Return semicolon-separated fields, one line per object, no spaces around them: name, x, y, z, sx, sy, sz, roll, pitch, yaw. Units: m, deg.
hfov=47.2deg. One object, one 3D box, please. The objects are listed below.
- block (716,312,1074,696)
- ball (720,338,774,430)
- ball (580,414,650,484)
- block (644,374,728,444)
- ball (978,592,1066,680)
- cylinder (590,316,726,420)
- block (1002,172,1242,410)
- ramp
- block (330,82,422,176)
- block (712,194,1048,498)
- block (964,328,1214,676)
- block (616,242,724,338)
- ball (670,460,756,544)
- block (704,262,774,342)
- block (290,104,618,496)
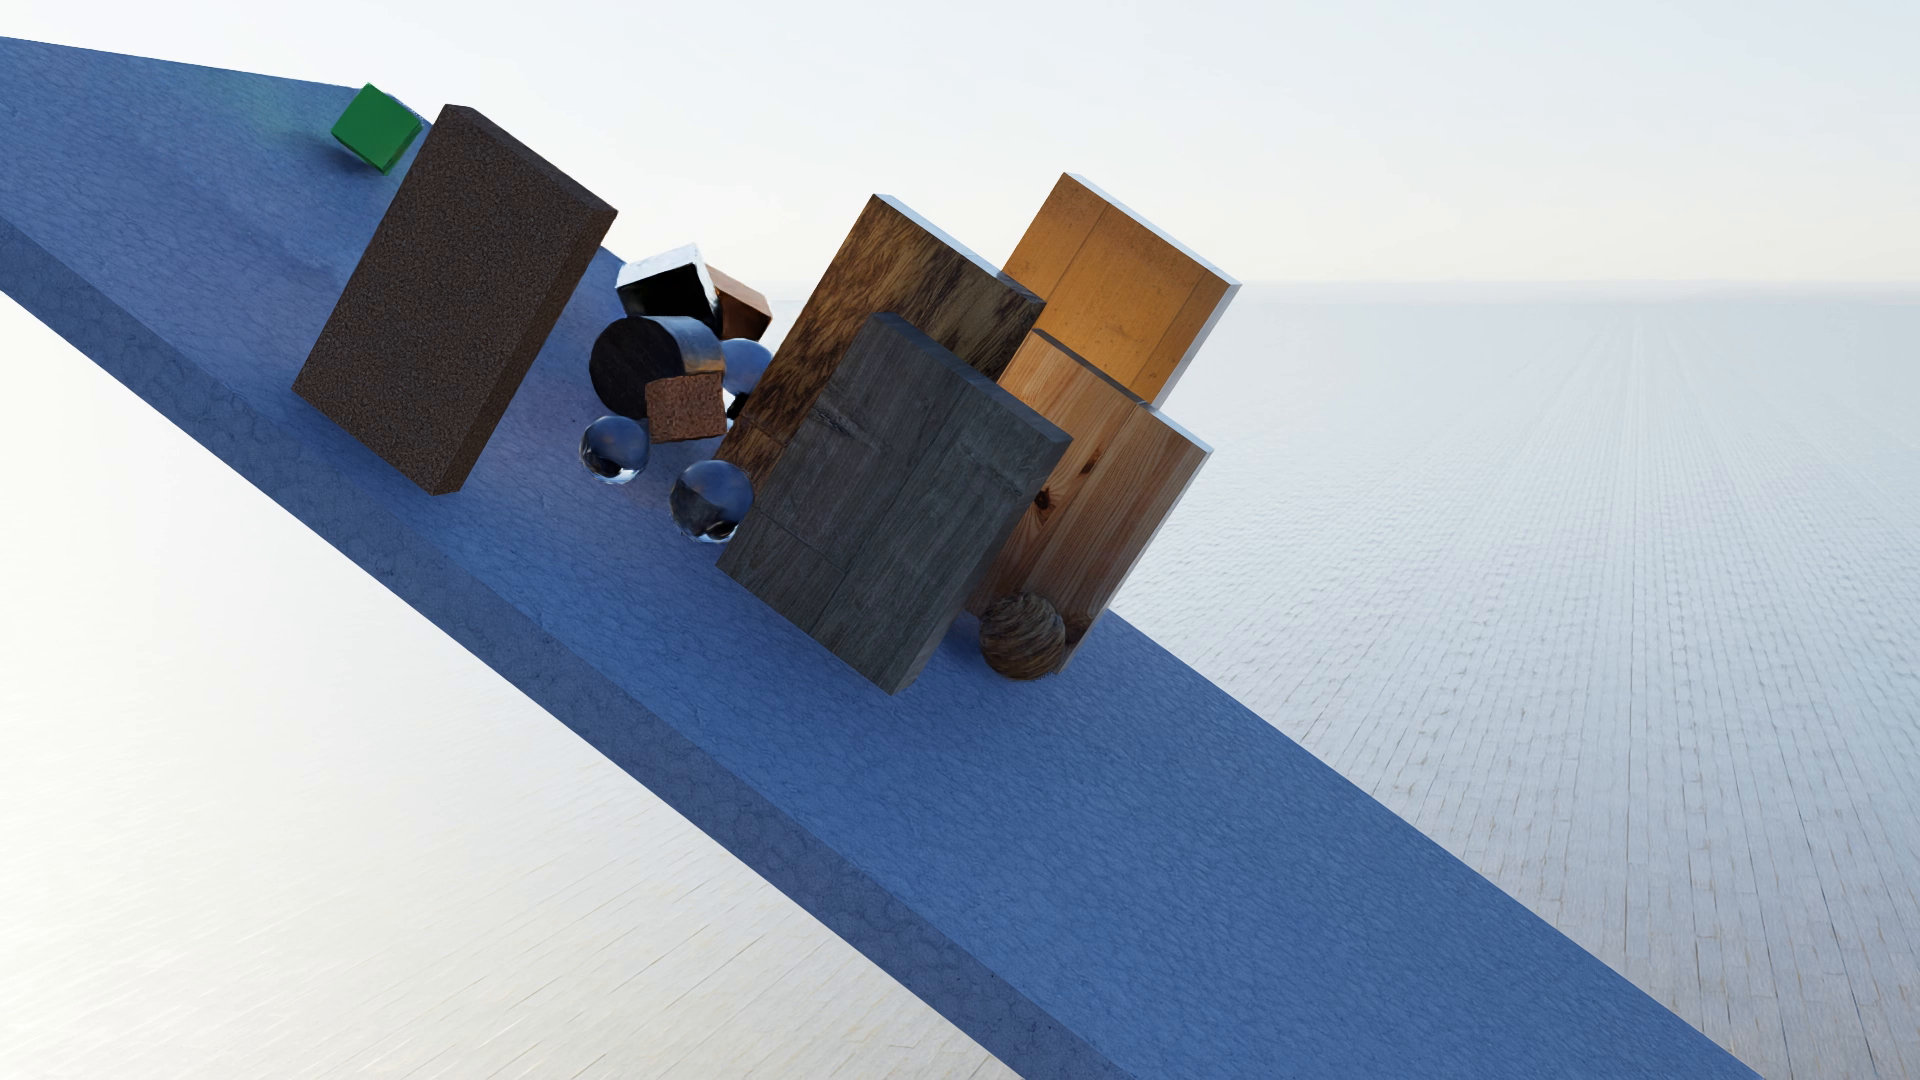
block;-0.115;-0.064;3.763;0.384;0.523;0.123;36;15;10
ball;-0.453;-0.315;4.495;0.195;0.195;0.195;0;7;0
ball;-0.603;-0.157;3.840;0.122;0.122;0.122;0;7;0
block;-0.512;-0.245;4.108;0.114;0.114;0.114;-8;1;-25
ball;0.117;0.183;4.152;0.166;0.166;0.166;0;7;0
cylinder;-0.588;-0.338;4.287;0.196;0.196;0.196;2;7;18
block;0.200;-0.336;4.735;0.426;0.791;0.147;36;15;10
ramp;-0.123;0.208;4.098;4.000;0.100;2.000;36;15;10
block;-1.239;-0.872;4.673;0.131;0.131;0.131;37;-4;-11
block;-0.168;-0.266;4.054;0.356;0.644;0.106;36;15;10
block;0.175;-0.077;4.360;0.424;0.538;0.082;36;15;10
block;-0.612;-0.505;4.656;0.171;0.171;0.171;-18;22;3
ball;-0.431;-0.067;3.835;0.149;0.149;0.149;0;7;0
block;-0.540;-0.494;4.934;0.162;0.162;0.162;28;16;-22
block;-0.779;-0.365;3.373;0.291;0.517;0.083;36;15;10
